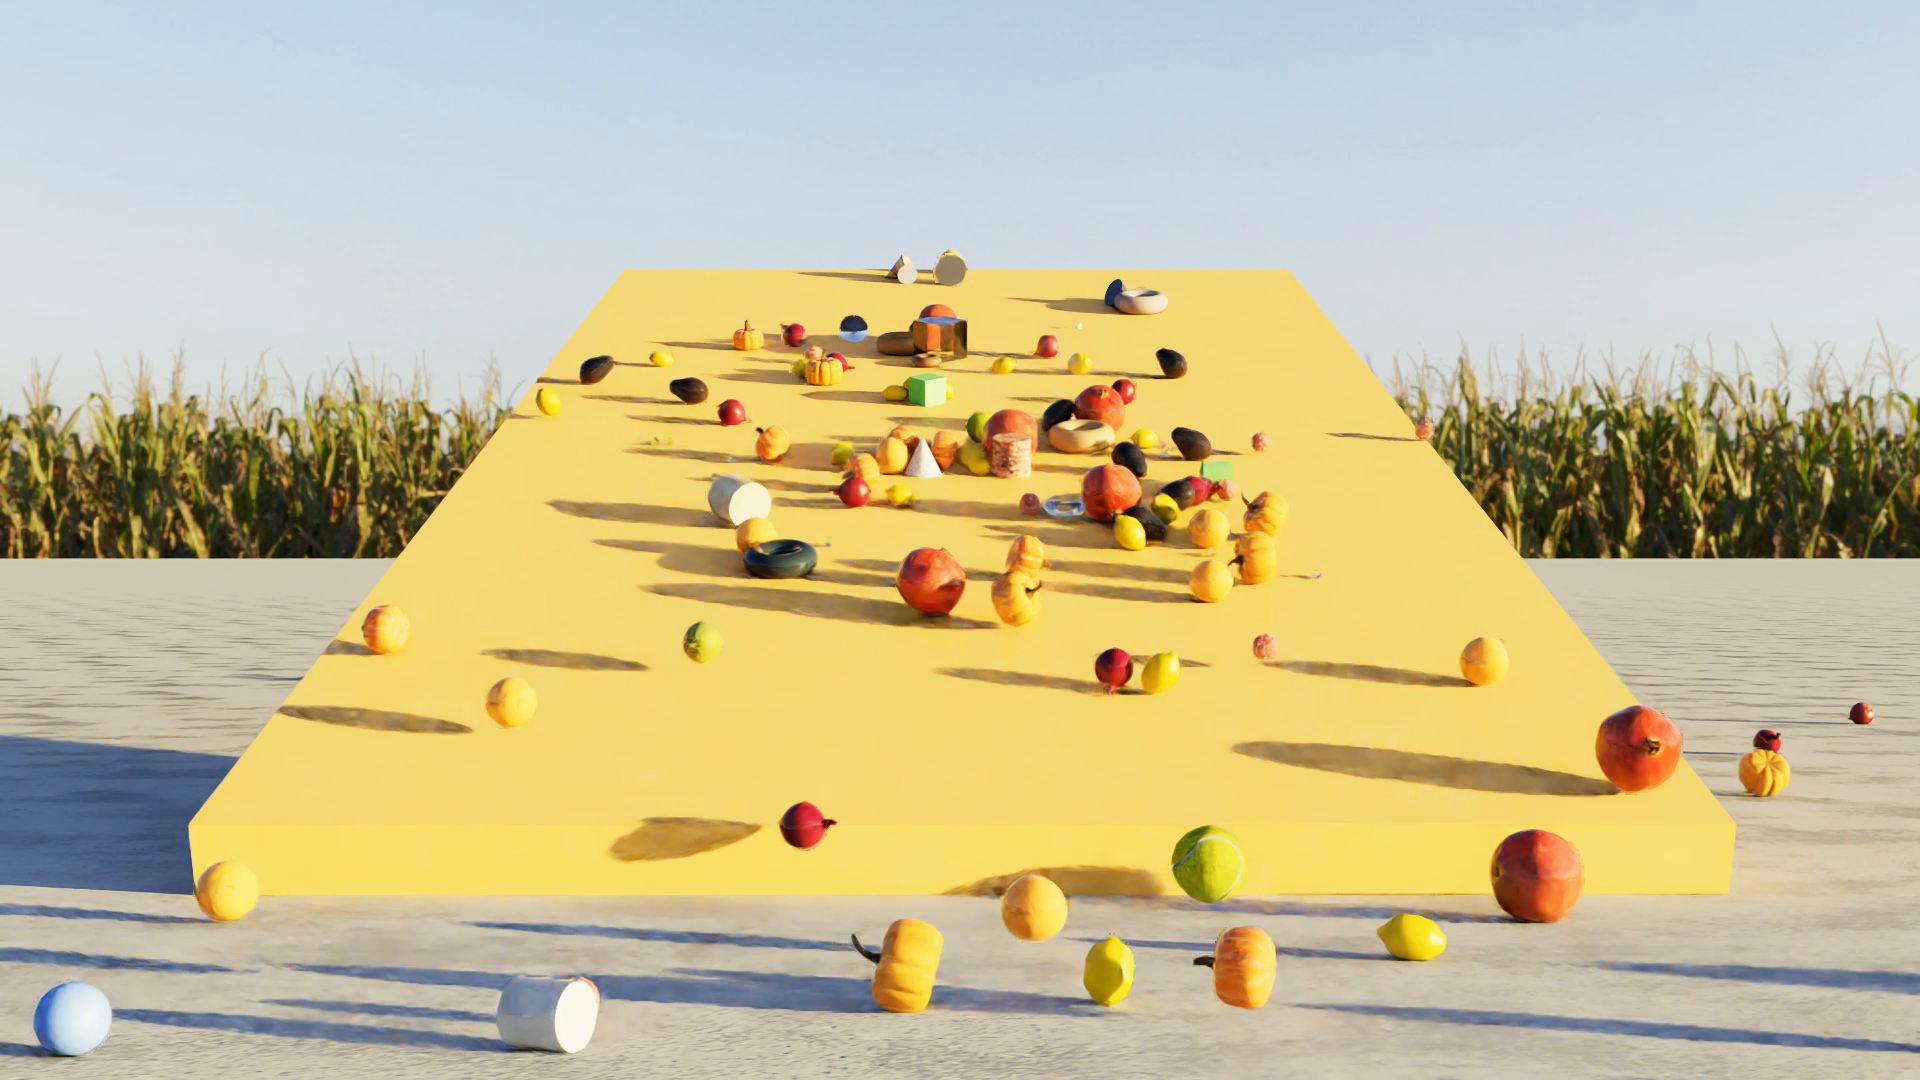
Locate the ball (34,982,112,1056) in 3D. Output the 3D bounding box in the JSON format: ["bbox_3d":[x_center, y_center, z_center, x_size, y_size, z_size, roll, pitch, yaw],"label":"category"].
[{"bbox_3d":[-0.788,0.425,1.976,0.065,0.065,0.065,0,0,0],"label":"ball"}]

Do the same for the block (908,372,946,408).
[{"bbox_3d":[-0.074,-0.342,5.063,0.061,0.061,0.061,-14,22,-38],"label":"block"}]

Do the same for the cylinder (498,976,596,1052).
[{"bbox_3d":[-0.371,0.426,1.999,0.063,0.063,0.063,-1,-1,26],"label":"cylinder"}]

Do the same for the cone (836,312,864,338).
[{"bbox_3d":[-0.274,-0.536,5.737,0.072,0.072,0.072,0,-24,10],"label":"cone"}]

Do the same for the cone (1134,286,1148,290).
[{"bbox_3d":[0.498,-0.671,6.187,0.056,0.056,0.056,0,-10,-8],"label":"cone"}]

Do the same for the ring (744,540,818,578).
[{"bbox_3d":[-0.313,0.033,3.880,0.131,0.044,0.131,-1,18,0],"label":"ring"}]

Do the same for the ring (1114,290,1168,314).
[{"bbox_3d":[0.496,-0.651,6.083,0.150,0.050,0.150,-1,19,0],"label":"ring"}]

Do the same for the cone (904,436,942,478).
[{"bbox_3d":[-0.075,-0.171,4.483,0.078,0.078,0.078,0,17,0],"label":"cone"}]

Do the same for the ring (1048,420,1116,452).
[{"bbox_3d":[0.256,-0.219,4.690,0.143,0.048,0.143,-1,17,0],"label":"ring"}]

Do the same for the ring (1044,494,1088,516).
[{"bbox_3d":[0.200,-0.065,4.226,0.083,0.028,0.083,-1,17,0],"label":"ring"}]

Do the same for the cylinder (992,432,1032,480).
[{"bbox_3d":[0.104,-0.169,4.476,0.077,0.077,0.077,0,17,0],"label":"cylinder"}]

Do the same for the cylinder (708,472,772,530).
[{"bbox_3d":[-0.412,-0.074,4.152,0.086,0.086,0.086,0,19,-38],"label":"cylinder"}]

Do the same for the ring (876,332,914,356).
[{"bbox_3d":[-0.145,-0.493,5.582,0.130,0.043,0.130,1,17,0],"label":"ring"}]

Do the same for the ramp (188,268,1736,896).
[{"bbox_3d":[-0.003,-0.176,4.799,2.000,0.100,4.000,0,17,0],"label":"ramp"}]

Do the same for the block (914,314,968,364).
[{"bbox_3d":[-0.049,-0.498,5.508,0.095,0.095,0.095,-16,24,-42],"label":"block"}]

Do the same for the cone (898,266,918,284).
[{"bbox_3d":[-0.150,-0.766,6.491,0.057,0.057,0.057,0,-10,5],"label":"cone"}]

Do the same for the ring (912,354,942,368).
[{"bbox_3d":[-0.082,-0.439,5.437,0.075,0.025,0.075,1,17,0],"label":"ring"}]
